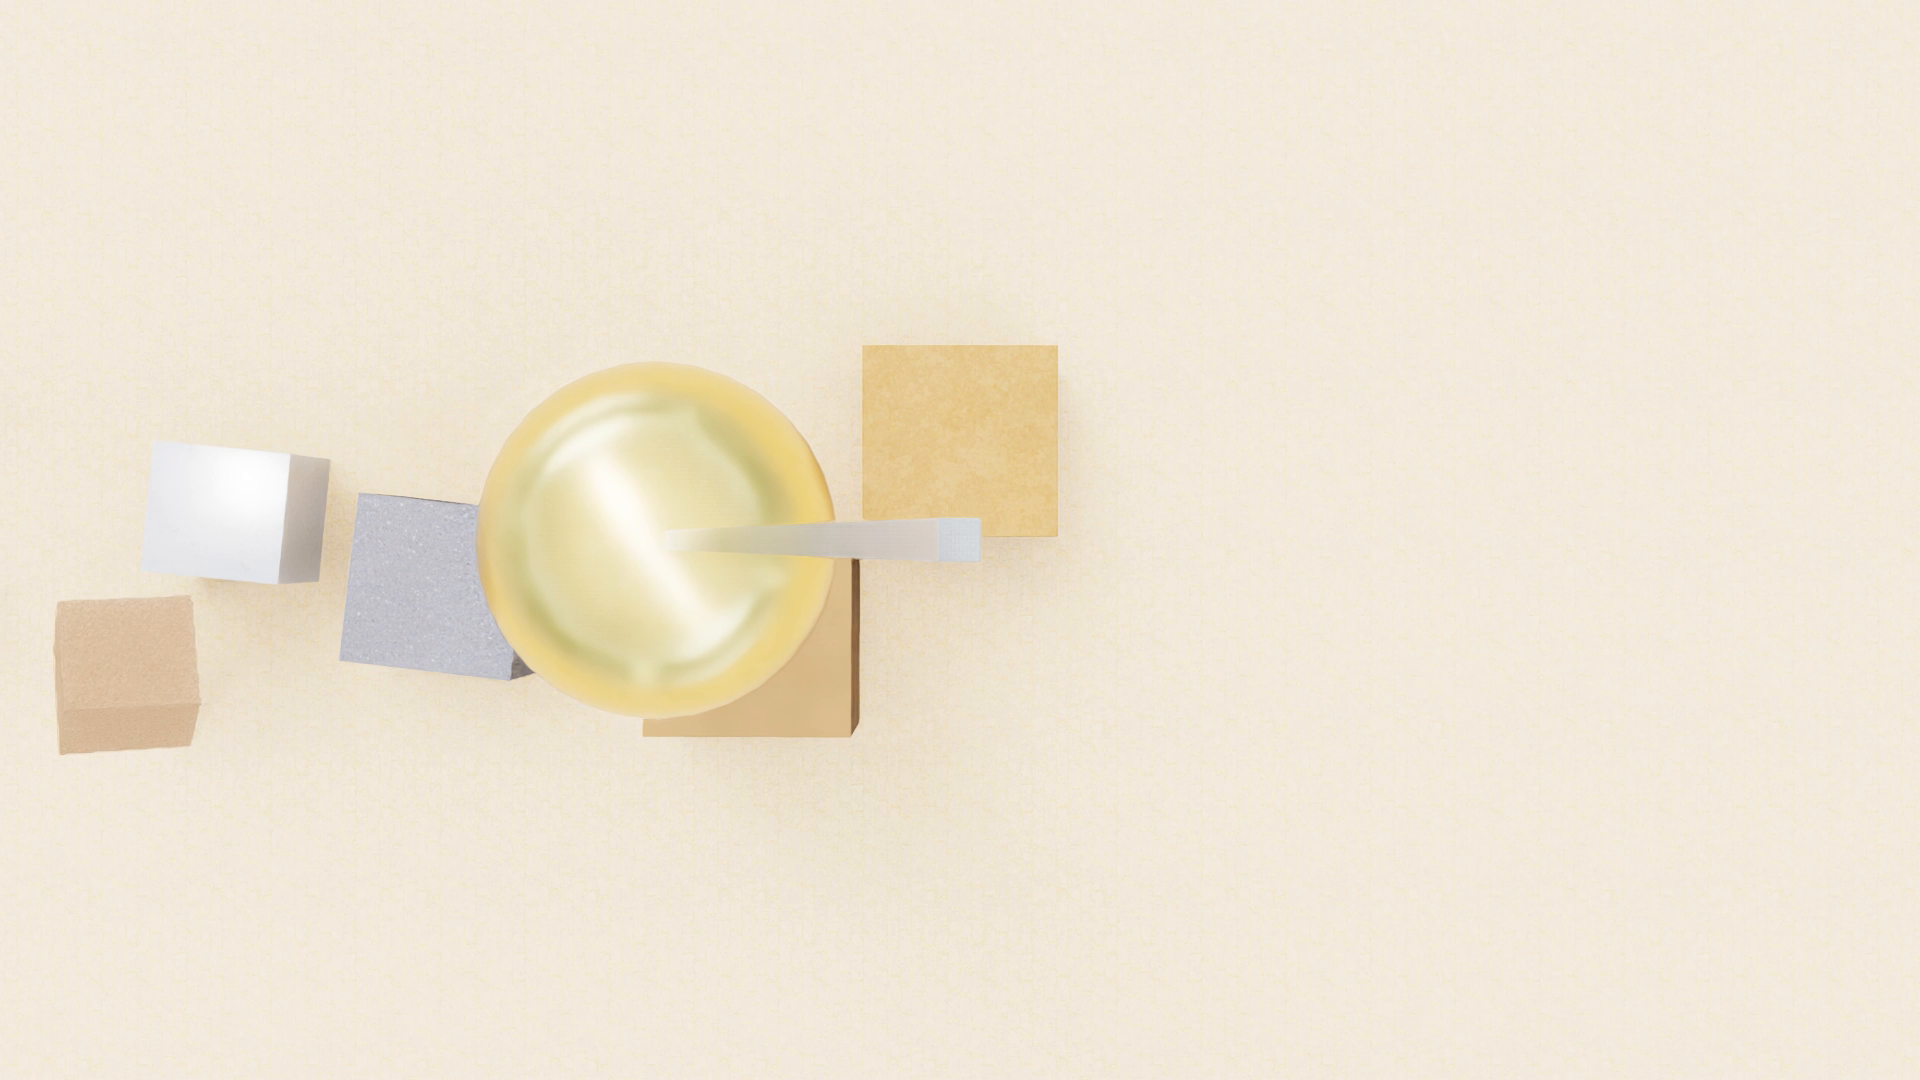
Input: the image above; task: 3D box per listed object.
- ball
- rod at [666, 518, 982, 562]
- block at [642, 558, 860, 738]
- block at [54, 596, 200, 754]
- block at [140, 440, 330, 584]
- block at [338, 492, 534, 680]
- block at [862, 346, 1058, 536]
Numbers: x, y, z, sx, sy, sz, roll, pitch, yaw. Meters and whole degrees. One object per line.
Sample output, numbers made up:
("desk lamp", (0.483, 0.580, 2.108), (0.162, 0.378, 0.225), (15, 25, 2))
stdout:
("ball", (-1.350, 0.000, 9.836), (1.600, 1.600, 1.600), (0, 90, 0))
("rod", (-0.585, 0.000, 6.523), (0.080, 5.200, 0.080), (0, 90, -13))
("block", (-1.157, 0.530, 12.469), (1.131, 1.062, 1.082), (0, 90, 0))
("block", (-4.566, 0.739, 12.037), (0.680, 0.646, 0.631), (-2, 65, -25))
("block", (-4.135, -0.152, 12.607), (0.764, 0.786, 0.729), (6, 90, 0))
("block", (-2.893, 0.257, 12.550), (0.949, 0.900, 0.933), (7, 90, 0))
("block", (0.001, -0.546, 12.557), (1.078, 0.887, 1.055), (0, 90, 0))
